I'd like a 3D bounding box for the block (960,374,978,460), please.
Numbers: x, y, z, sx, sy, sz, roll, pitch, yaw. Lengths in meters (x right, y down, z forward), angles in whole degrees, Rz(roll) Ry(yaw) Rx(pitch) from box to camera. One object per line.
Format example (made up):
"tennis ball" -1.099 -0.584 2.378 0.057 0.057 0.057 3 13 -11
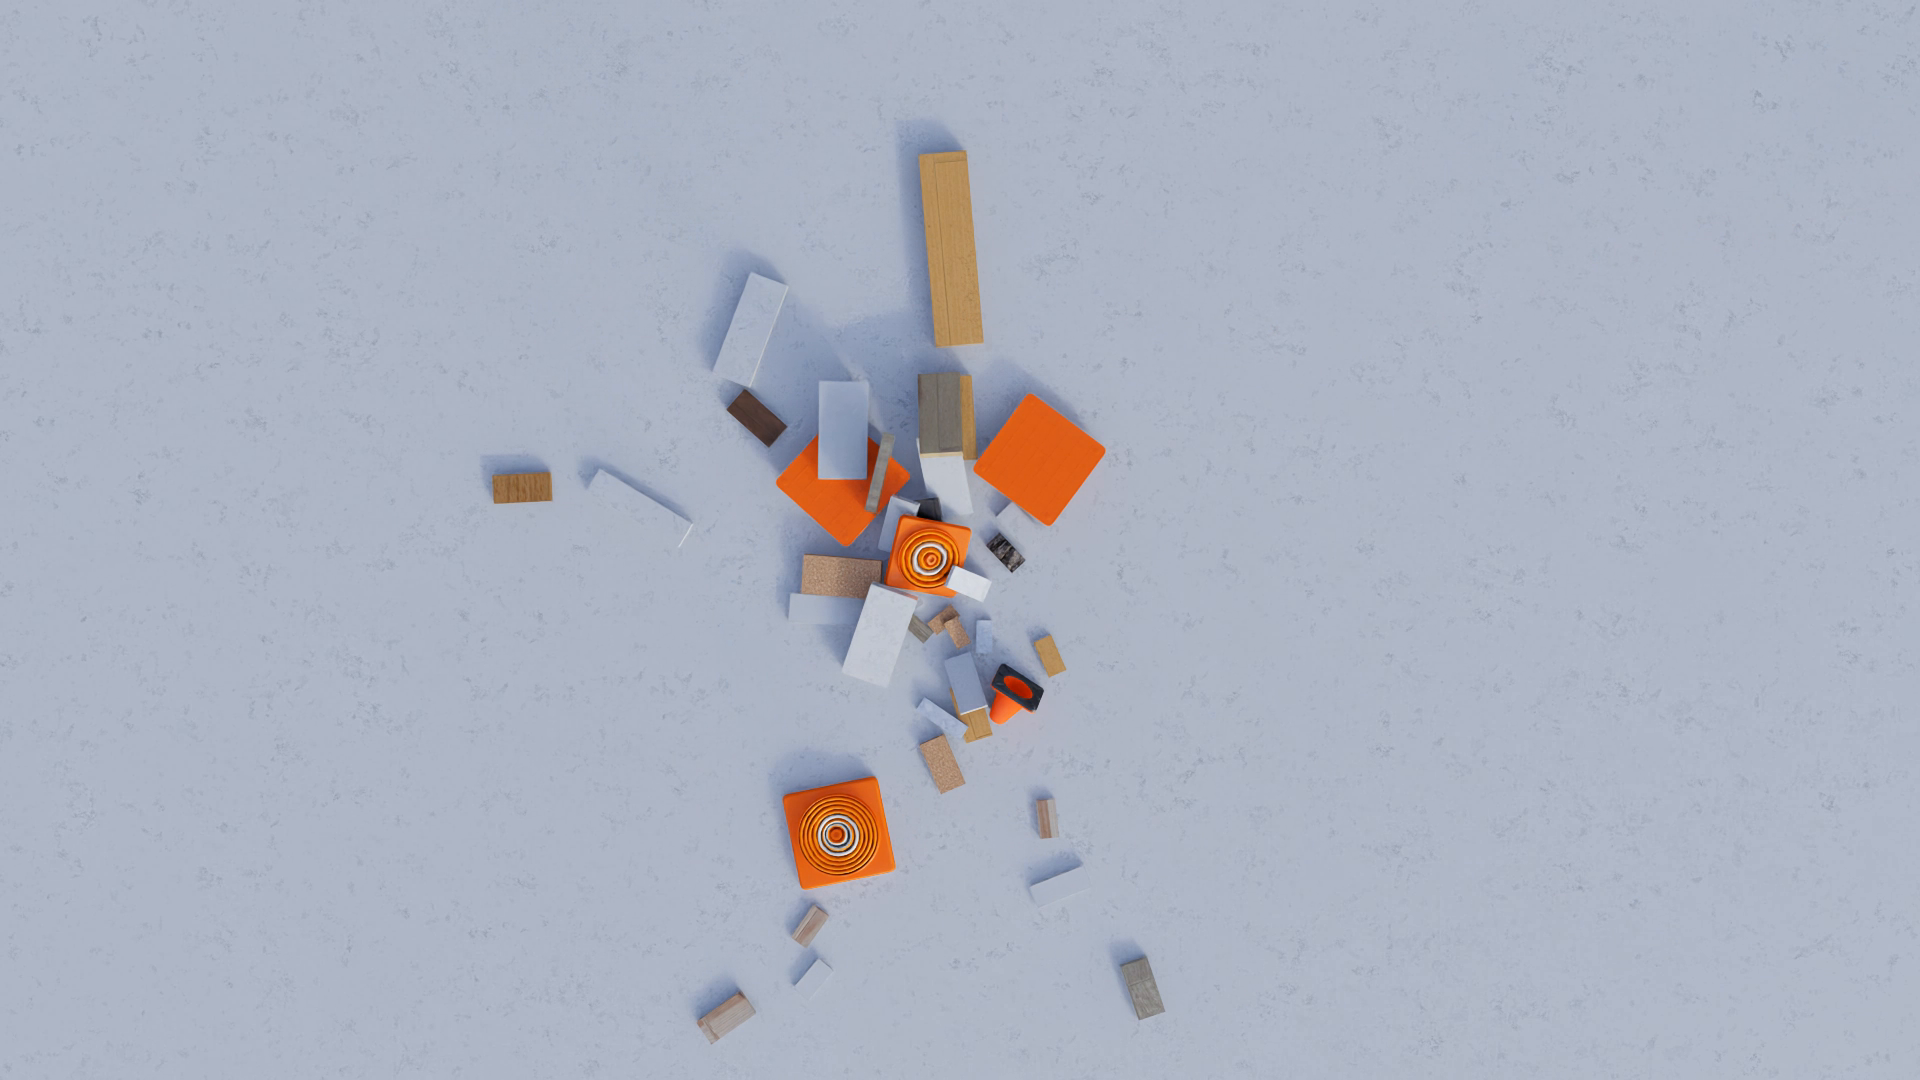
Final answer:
"block" -0.021 -0.402 5.480 0.140 0.040 0.279 -4 90 0

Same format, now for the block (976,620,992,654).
"block" 0.081 0.321 5.492 0.054 0.015 0.109 1 90 0

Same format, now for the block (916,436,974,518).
"block" -0.051 -0.216 5.450 0.140 0.040 0.279 -11 102 1

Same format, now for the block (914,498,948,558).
"block" -0.102 -0.041 5.455 0.096 0.027 0.192 -7 105 9

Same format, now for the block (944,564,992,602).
"block" 0.027 0.144 5.452 0.152 0.022 0.076 23 90 -31

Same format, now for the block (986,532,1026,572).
"block" 0.153 0.043 5.491 0.063 0.018 0.127 -44 90 0

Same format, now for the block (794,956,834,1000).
"block" -0.488 1.461 5.491 0.065 0.018 0.131 41 90 0

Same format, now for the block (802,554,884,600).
"block" -0.391 0.122 5.464 0.260 0.037 0.130 5 94 6

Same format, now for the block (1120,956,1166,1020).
"block" 0.608 1.491 5.487 0.094 0.027 0.188 -19 90 0

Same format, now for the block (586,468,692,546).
"block" -1.066 -0.108 5.487 0.359 0.025 0.089 31 90 0

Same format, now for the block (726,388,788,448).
"block" -0.674 -0.404 5.487 0.189 0.027 0.095 42 90 0

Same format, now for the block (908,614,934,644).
"block" -0.142 0.292 5.493 0.102 0.014 0.051 43 90 0

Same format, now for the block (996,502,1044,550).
"block" 0.199 -0.048 5.489 0.076 0.022 0.152 -44 90 0

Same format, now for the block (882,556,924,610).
"block" -0.213 0.157 5.486 0.096 0.027 0.192 -33 90 0

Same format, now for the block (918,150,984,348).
"block" -0.029 -0.964 5.477 0.160 0.045 0.638 -5 90 0

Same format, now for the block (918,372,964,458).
"block" -0.065 -0.410 5.399 0.139 0.040 0.279 -3 73 4

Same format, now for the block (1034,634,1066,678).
"block" 0.300 0.387 5.491 0.063 0.018 0.127 -24 90 0

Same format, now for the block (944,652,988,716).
"block" 0.018 0.475 5.461 0.094 0.027 0.188 -18 74 0

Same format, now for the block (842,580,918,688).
"block" -0.265 0.312 5.441 0.160 0.045 0.320 19 104 0

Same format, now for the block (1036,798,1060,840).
"block" 0.291 0.928 5.491 0.063 0.018 0.127 -6 90 0

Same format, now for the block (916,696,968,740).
"block" -0.058 0.592 5.476 0.177 0.015 0.054 34 99 8

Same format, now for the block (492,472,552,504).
"block" -1.455 -0.172 5.487 0.189 0.027 0.095 -3 90 0

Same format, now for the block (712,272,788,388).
"block" -0.697 -0.698 5.482 0.130 0.037 0.360 21 90 0

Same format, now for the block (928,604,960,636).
"block" -0.054 0.265 5.493 0.102 0.014 0.051 -40 90 0

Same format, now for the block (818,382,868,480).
"block" -0.383 -0.359 5.421 0.160 0.045 0.320 1 88 -2

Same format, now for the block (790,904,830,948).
"block" -0.499 1.286 5.491 0.065 0.018 0.131 36 90 0

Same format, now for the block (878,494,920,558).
"block" -0.203 -0.046 5.446 0.096 0.027 0.192 19 111 10

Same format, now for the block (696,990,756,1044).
"block" -0.777 1.588 5.487 0.178 0.025 0.089 -35 90 0

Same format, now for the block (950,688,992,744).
"block" 0.037 0.572 5.487 0.094 0.027 0.188 -17 90 0

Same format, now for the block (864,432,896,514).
"block" -0.260 -0.215 5.377 0.037 0.130 0.260 13 87 0

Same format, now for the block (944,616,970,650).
"block" -0.009 0.308 5.484 0.051 0.014 0.102 -29 99 -2

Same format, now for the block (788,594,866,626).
"block" -0.420 0.234 5.487 0.292 0.027 0.095 4 90 0

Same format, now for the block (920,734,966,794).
"block" -0.058 0.745 5.487 0.089 0.025 0.178 -24 90 0

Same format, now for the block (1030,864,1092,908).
"block" 0.336 1.152 5.489 0.195 0.022 0.076 -22 90 0
